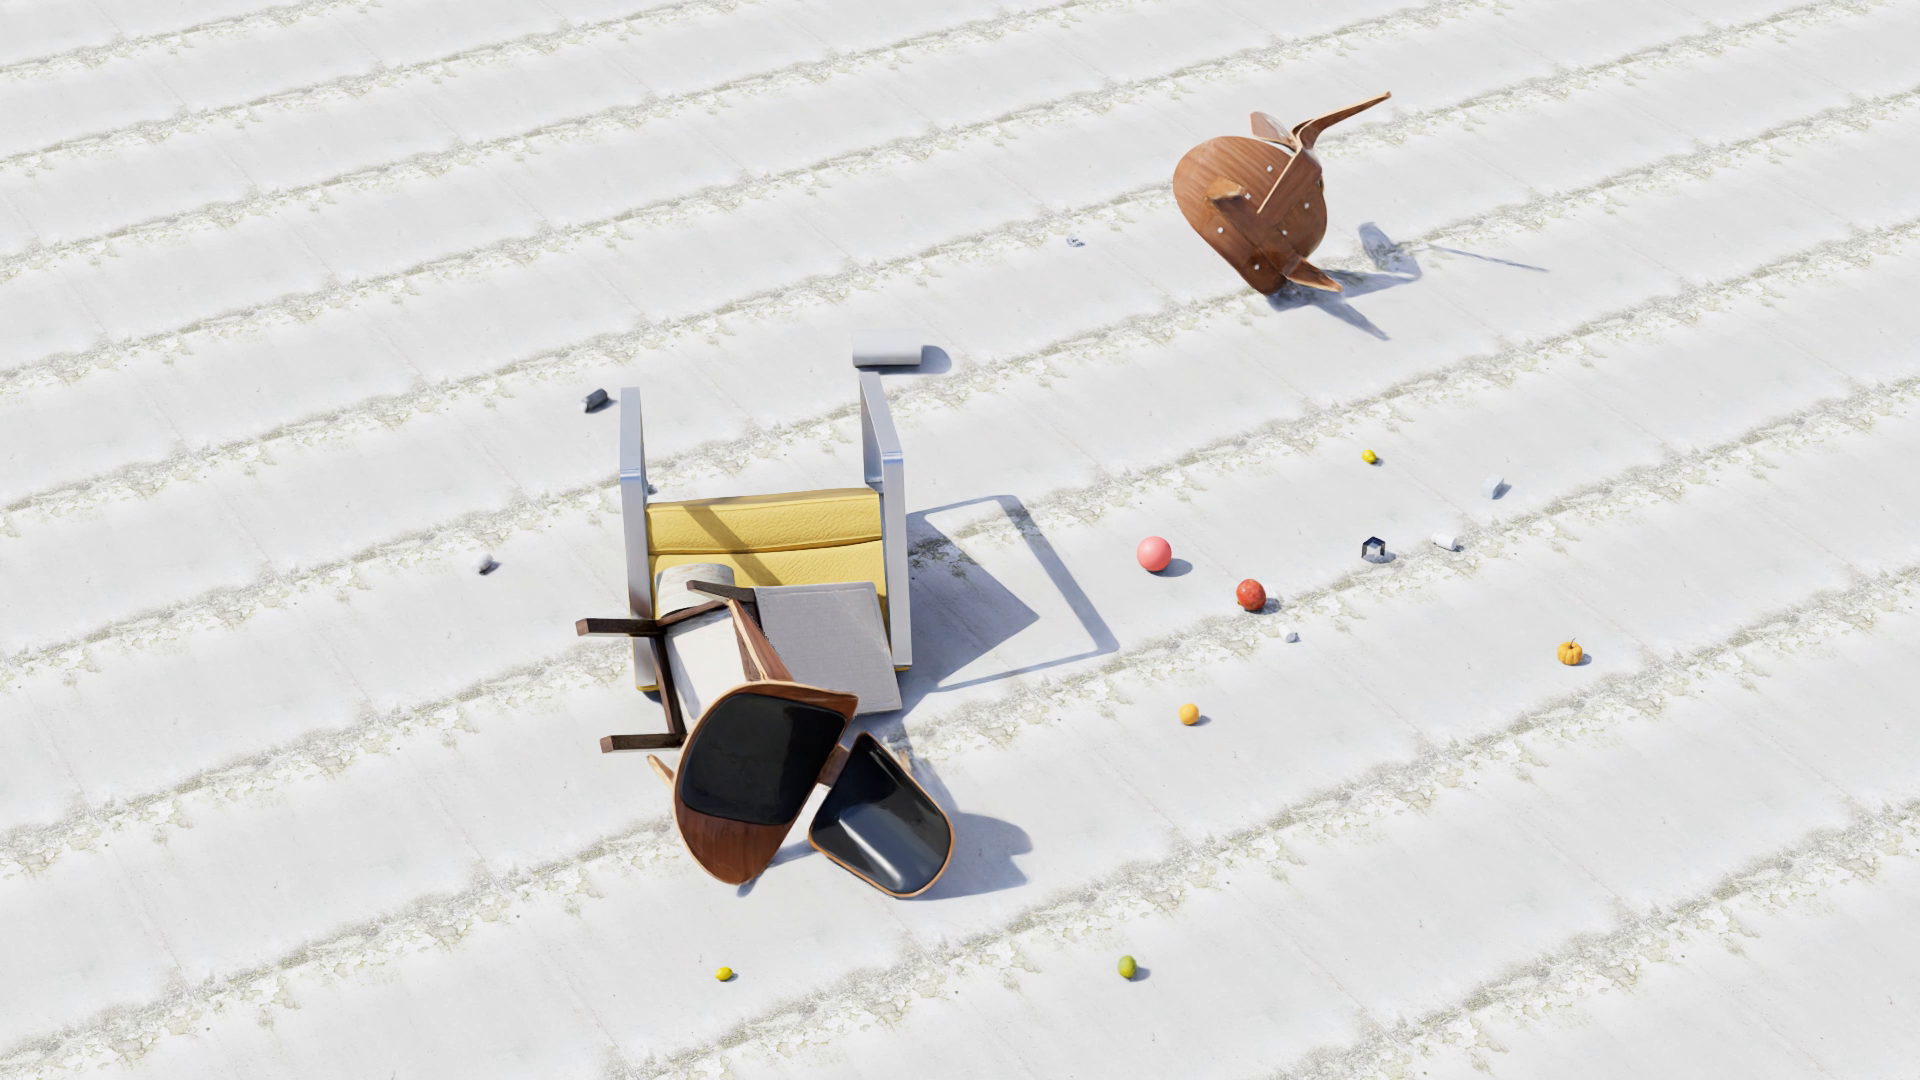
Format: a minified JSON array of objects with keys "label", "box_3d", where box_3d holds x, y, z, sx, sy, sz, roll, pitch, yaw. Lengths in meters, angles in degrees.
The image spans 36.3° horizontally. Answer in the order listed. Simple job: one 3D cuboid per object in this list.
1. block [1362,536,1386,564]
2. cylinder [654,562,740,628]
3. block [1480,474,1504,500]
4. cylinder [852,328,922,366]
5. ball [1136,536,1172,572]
[{"label":"block","box_3d":[1.527,0.037,10.828,0.058,0.066,0.068,26,41,33]},{"label":"cylinder","box_3d":[-0.894,0.187,9.957,0.276,0.230,0.150,0,70,-26]},{"label":"block","box_3d":[2.035,-0.205,11.215,0.049,0.044,0.113,19,38,26]},{"label":"cylinder","box_3d":[-0.303,-0.793,12.023,0.279,0.131,0.250,-1,22,-2]},{"label":"ball","box_3d":[0.712,0.050,10.751,0.130,0.130,0.130,0,33,0]}]
